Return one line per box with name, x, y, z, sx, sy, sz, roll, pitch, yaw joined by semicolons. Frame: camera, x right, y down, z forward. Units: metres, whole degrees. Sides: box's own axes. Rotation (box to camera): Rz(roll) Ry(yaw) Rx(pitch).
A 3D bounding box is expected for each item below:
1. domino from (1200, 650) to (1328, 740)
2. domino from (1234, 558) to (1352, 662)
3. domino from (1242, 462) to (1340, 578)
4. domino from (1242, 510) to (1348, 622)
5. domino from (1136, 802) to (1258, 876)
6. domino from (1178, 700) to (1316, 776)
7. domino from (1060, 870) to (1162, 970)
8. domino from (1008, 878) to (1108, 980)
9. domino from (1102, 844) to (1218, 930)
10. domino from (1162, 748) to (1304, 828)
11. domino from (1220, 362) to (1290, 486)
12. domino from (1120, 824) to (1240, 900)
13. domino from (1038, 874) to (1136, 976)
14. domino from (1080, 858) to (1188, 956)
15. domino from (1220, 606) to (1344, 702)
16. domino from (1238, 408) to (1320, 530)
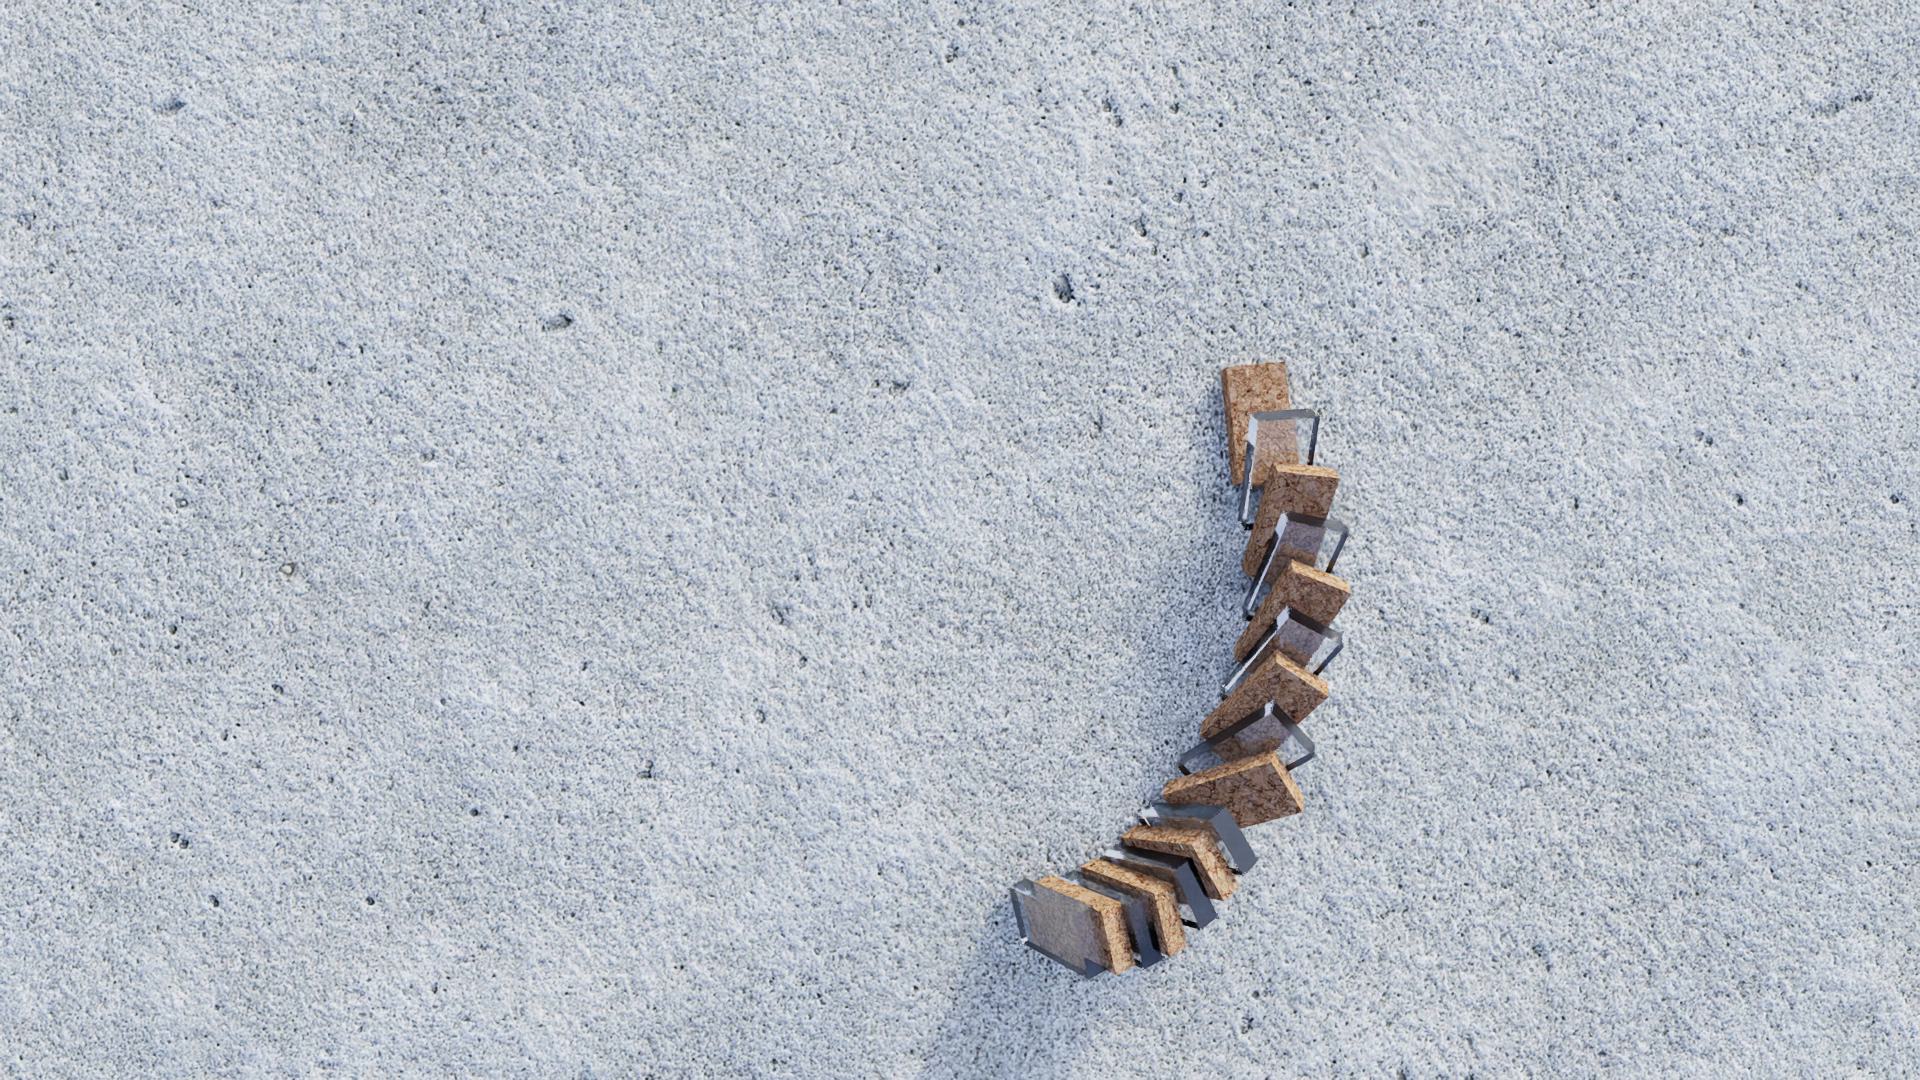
domino;0.126;0.071;0.383;0.025;0.010;0.050;33;122;0
domino;0.138;0.034;0.383;0.025;0.010;0.050;21;122;0
domino;0.138;-0.007;0.384;0.025;0.010;0.050;7;120;0
domino;0.139;0.014;0.383;0.025;0.009;0.050;12;120;0
domino;0.096;0.122;0.376;0.009;0.050;0.025;-32;91;-27
domino;0.119;0.090;0.382;0.025;0.010;0.050;47;122;-1
domino;0.060;0.154;0.376;0.010;0.050;0.025;-14;90;-28
domino;0.039;0.158;0.376;0.010;0.050;0.025;-14;90;-28
domino;0.081;0.141;0.376;0.010;0.050;0.025;-24;90;-27
domino;0.113;0.107;0.381;0.050;0.010;0.025;-28;99;31
domino;0.129;-0.050;0.395;0.025;0.010;0.050;-6;90;0
domino;0.089;0.131;0.376;0.010;0.050;0.025;-30;90;-27
domino;0.050;0.157;0.376;0.010;0.050;0.025;-14;90;-28
domino;0.070;0.149;0.376;0.010;0.050;0.025;-14;90;-28
domino;0.133;0.053;0.383;0.025;0.009;0.050;28;122;0
domino;0.133;-0.029;0.383;0.025;0.009;0.050;-4;120;-1
